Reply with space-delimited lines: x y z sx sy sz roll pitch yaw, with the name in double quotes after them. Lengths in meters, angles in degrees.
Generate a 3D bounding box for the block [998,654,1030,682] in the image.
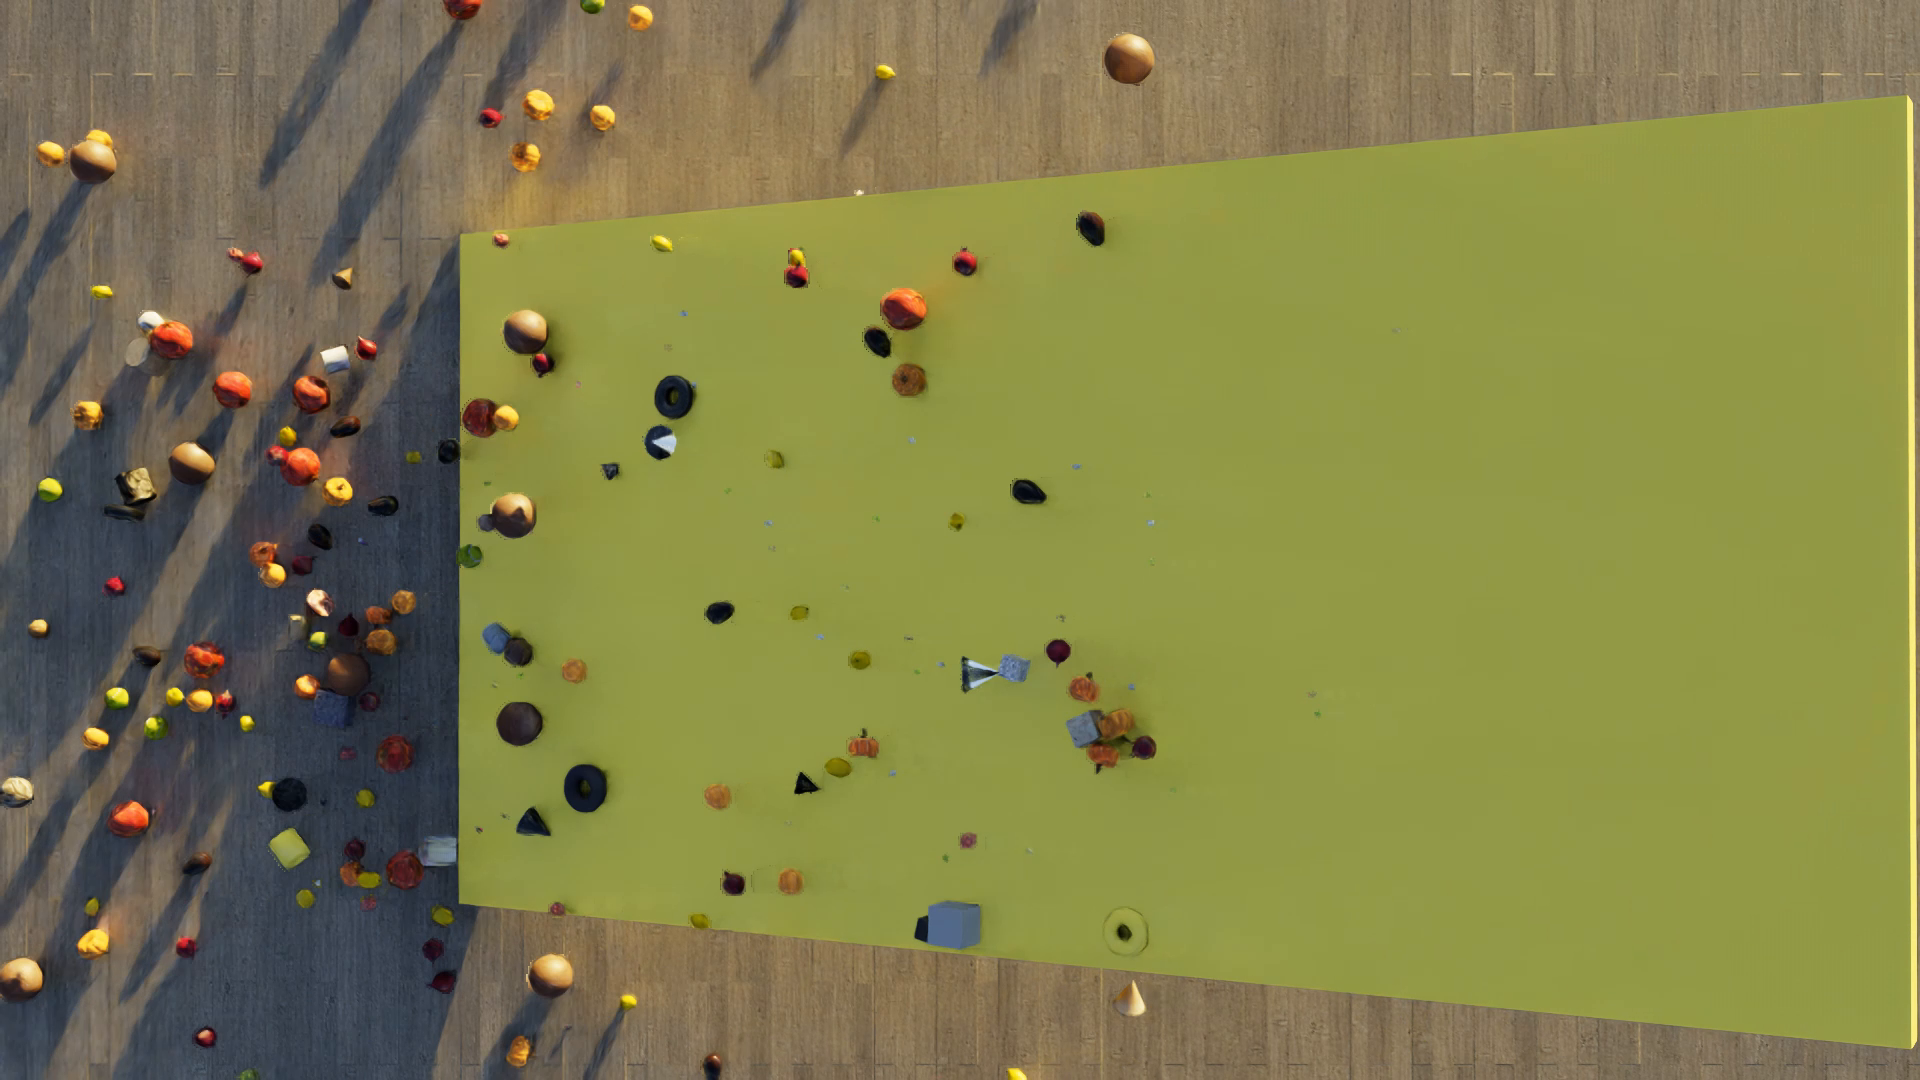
0.138 0.327 5.618 0.055 0.055 0.055 23 100 28 "block"

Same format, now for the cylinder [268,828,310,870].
-2.011 0.926 6.598 0.087 0.087 0.087 -39 82 0 "cylinder"

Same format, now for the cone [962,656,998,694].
0.056 0.345 5.670 0.098 0.098 0.098 -4 89 3 "cone"

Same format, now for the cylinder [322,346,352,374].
-1.869 -0.539 6.591 0.070 0.070 0.070 -17 89 -13 "cylinder"

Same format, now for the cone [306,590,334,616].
-1.950 0.210 6.632 0.087 0.087 0.087 -36 89 32 "cone"

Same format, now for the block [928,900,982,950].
-0.014 0.992 5.672 0.100 0.100 0.100 3 91 29 "block"

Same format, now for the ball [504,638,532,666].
-1.287 0.326 6.404 0.084 0.084 0.084 0 89 0 "ball"

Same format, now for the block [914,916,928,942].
-0.078 1.016 5.734 0.054 0.054 0.054 17 98 28 "block"

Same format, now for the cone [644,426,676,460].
-0.865 -0.277 6.195 0.095 0.095 0.095 -4 97 -33 "cone"

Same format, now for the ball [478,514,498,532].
-1.392 -0.052 6.484 0.054 0.054 0.054 0 89 0 "ball"

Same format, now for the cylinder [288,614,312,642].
-1.987 0.264 6.618 0.060 0.060 0.060 -1 116 0 "cylinder"

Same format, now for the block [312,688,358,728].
-1.879 0.503 6.606 0.097 0.097 0.097 10 89 0 "block"

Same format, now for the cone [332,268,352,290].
-1.849 -0.799 6.625 0.064 0.064 0.064 26 59 0 "cone"

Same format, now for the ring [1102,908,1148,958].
0.410 0.977 5.467 0.121 0.040 0.121 -1 88 31 "ring"

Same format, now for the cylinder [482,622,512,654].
-1.354 0.287 6.437 0.066 0.066 0.066 -18 125 -27 "cylinder"

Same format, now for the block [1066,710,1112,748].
0.321 0.472 5.504 0.071 0.071 0.071 -27 77 26 "block"

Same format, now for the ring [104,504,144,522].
-2.509 -0.080 6.601 0.117 0.117 0.039 7 84 0 "ring"

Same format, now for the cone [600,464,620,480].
-1.006 -0.206 6.258 0.050 0.050 0.050 35 89 -40 "cone"

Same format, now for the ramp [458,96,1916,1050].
0.272 0.076 5.634 4.000 0.100 2.000 0 89 29 "ramp"

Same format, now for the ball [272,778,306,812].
-2.008 0.763 6.585 0.099 0.099 0.099 0 89 0 "ball"

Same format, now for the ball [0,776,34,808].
-2.766 0.740 6.445 0.091 0.091 0.091 0 89 0 "ball"

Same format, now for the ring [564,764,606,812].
-1.075 0.710 6.302 0.142 0.047 0.142 0 91 29 "ring"

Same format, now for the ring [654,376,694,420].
-0.802 -0.399 6.162 0.125 0.042 0.125 -1 87 30 "ring"

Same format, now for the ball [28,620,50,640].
-2.775 0.270 6.627 0.059 0.059 0.059 0 89 0 "ball"

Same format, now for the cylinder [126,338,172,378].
-2.436 -0.548 6.602 0.092 0.092 0.092 -8 70 22 "cylinder"

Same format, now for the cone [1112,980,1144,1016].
0.461 1.224 5.942 0.089 0.089 0.089 6 118 0 "cone"

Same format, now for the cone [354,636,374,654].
-1.797 0.316 6.644 0.056 0.056 0.056 -8 89 -27 "cone"

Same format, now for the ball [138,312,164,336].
-2.437 -0.652 6.623 0.072 0.072 0.072 0 89 0 "ball"

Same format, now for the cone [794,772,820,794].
-0.408 0.666 5.937 0.065 0.065 0.065 16 89 2 "cone"

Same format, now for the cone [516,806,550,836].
-1.223 0.834 6.375 0.090 0.090 0.090 29 89 10 "cone"

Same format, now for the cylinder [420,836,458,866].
-1.534 0.914 6.464 0.087 0.087 0.087 5 89 -31 "cylinder"
